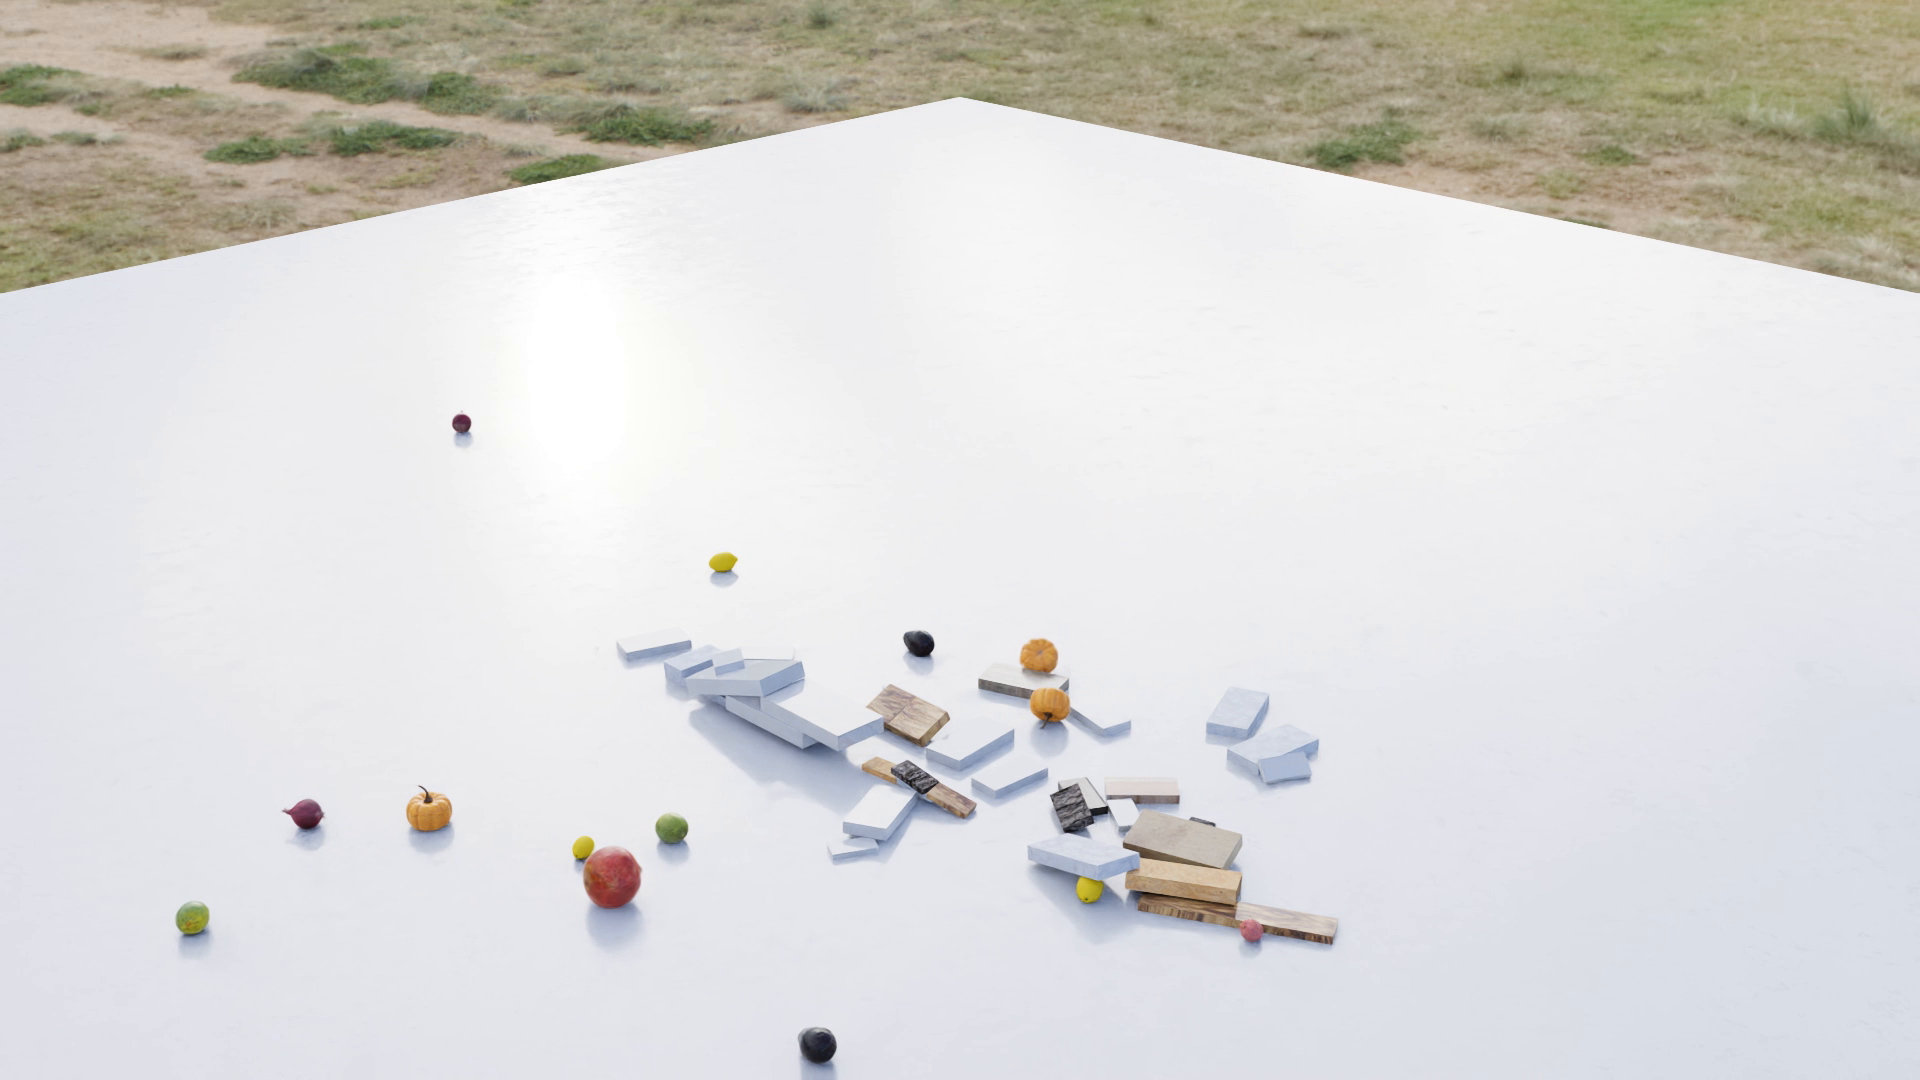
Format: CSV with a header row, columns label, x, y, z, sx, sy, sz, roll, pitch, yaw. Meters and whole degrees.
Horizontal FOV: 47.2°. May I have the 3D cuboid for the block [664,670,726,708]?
label,x,y,z,sx,sy,sz,roll,pitch,yaw
block,-0.486,0.353,4.900,0.449,0.022,0.079,21,31,40

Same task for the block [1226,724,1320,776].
label,x,y,z,sx,sy,sz,roll,pitch,yaw
block,0.666,0.445,4.679,0.184,0.026,0.092,-17,29,-35

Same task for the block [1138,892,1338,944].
label,x,y,z,sx,sy,sz,roll,pitch,yaw
block,0.517,0.697,4.094,0.365,0.018,0.063,7,24,17

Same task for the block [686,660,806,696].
label,x,y,z,sx,sy,sz,roll,pitch,yaw
block,-0.474,0.303,4.847,0.255,0.036,0.127,-2,15,45

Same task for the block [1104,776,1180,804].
label,x,y,z,sx,sy,sz,roll,pitch,yaw
block,0.374,0.515,4.521,0.149,0.021,0.075,0,23,0

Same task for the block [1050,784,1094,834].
label,x,y,z,sx,sy,sz,roll,pitch,yaw
block,0.225,0.541,4.428,0.063,0.018,0.127,-22,27,0

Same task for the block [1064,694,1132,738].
label,x,y,z,sx,sy,sz,roll,pitch,yaw
block,0.301,0.385,4.827,0.075,0.021,0.149,-14,27,-29

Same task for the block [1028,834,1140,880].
label,x,y,z,sx,sy,sz,roll,pitch,yaw
block,0.236,0.607,4.217,0.104,0.030,0.209,-11,11,-36

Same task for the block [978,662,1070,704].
label,x,y,z,sx,sy,sz,roll,pitch,yaw
block,0.144,0.323,4.966,0.184,0.026,0.092,11,25,23

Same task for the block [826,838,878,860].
label,x,y,z,sx,sy,sz,roll,pitch,yaw
block,-0.211,0.605,4.318,0.093,0.013,0.046,-7,24,-16

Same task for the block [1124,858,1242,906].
label,x,y,z,sx,sy,sz,roll,pitch,yaw
block,0.425,0.646,4.168,0.209,0.030,0.104,7,11,13

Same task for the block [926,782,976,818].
label,x,y,z,sx,sy,sz,roll,pitch,yaw
block,-0.017,0.529,4.464,0.093,0.013,0.046,27,36,21

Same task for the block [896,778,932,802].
label,x,y,z,sx,sy,sz,roll,pitch,yaw
block,-0.080,0.504,4.513,0.093,0.013,0.046,26,35,31

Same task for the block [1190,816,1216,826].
label,x,y,z,sx,sy,sz,roll,pitch,yaw
block,0.462,0.585,4.364,0.052,0.015,0.104,13,26,27

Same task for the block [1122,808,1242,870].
label,x,y,z,sx,sy,sz,roll,pitch,yaw
block,0.435,0.593,4.297,0.209,0.030,0.104,12,38,26

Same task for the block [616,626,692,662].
label,x,y,z,sx,sy,sz,roll,pitch,yaw
block,-0.718,0.243,5.158,0.158,0.022,0.079,-11,25,-24

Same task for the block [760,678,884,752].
label,x,y,z,sx,sy,sz,roll,pitch,yaw
block,-0.295,0.370,4.693,0.127,0.036,0.255,-21,30,-40

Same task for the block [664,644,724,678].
label,x,y,z,sx,sy,sz,roll,pitch,yaw
block,-0.604,0.276,5.028,0.133,0.019,0.067,-20,30,-39

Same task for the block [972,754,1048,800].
label,x,y,z,sx,sy,sz,roll,pitch,yaw
block,0.104,0.492,4.574,0.149,0.021,0.075,-19,30,-38

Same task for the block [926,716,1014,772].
label,x,y,z,sx,sy,sz,roll,pitch,yaw
block,0.023,0.434,4.704,0.092,0.026,0.188,18,29,36

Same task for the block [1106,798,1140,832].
label,x,y,z,sx,sy,sz,roll,pitch,yaw
block,0.333,0.555,4.434,0.052,0.015,0.104,-4,23,-9

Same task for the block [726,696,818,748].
label,x,y,z,sx,sy,sz,roll,pitch,yaw
block,-0.378,0.373,4.778,0.127,0.036,0.255,-21,31,-40

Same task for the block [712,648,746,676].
label,x,y,z,sx,sy,sz,roll,pitch,yaw
block,-0.518,0.271,4.914,0.067,0.019,0.133,-14,11,-6

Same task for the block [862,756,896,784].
label,x,y,z,sx,sy,sz,roll,pitch,yaw
block,-0.155,0.482,4.607,0.095,0.014,0.048,18,29,36

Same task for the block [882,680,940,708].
label,x,y,z,sx,sy,sz,roll,pitch,yaw
block,-0.106,0.359,4.887,0.079,0.022,0.158,-9,25,-21

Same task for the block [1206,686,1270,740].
label,x,y,z,sx,sy,sz,roll,pitch,yaw
block,0.611,0.380,4.833,0.092,0.026,0.185,9,25,20

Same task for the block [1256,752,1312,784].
label,x,y,z,sx,sy,sz,roll,pitch,yaw
block,0.677,0.476,4.587,0.104,0.015,0.052,-8,58,-17

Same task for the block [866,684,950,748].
label,x,y,z,sx,sy,sz,roll,pitch,yaw
block,-0.118,0.381,4.785,0.184,0.026,0.092,22,56,42

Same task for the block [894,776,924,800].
label,x,y,z,sx,sy,sz,roll,pitch,yaw
block,-0.087,0.501,4.545,0.048,0.014,0.095,-18,37,-36

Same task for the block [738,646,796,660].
label,x,y,z,sx,sy,sz,roll,pitch,yaw
block,-0.452,0.270,5.101,0.133,0.019,0.067,1,23,2

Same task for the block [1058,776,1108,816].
label,x,y,z,sx,sy,sz,roll,pitch,yaw
block,0.251,0.526,4.498,0.063,0.018,0.127,-7,24,-16

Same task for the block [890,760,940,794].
label,x,y,z,sx,sy,sz,roll,pitch,yaw
block,-0.092,0.487,4.515,0.048,0.014,0.095,-22,40,-40

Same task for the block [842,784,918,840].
label,x,y,z,sx,sy,sz,roll,pitch,yaw
block,-0.160,0.546,4.422,0.092,0.026,0.185,7,20,17
